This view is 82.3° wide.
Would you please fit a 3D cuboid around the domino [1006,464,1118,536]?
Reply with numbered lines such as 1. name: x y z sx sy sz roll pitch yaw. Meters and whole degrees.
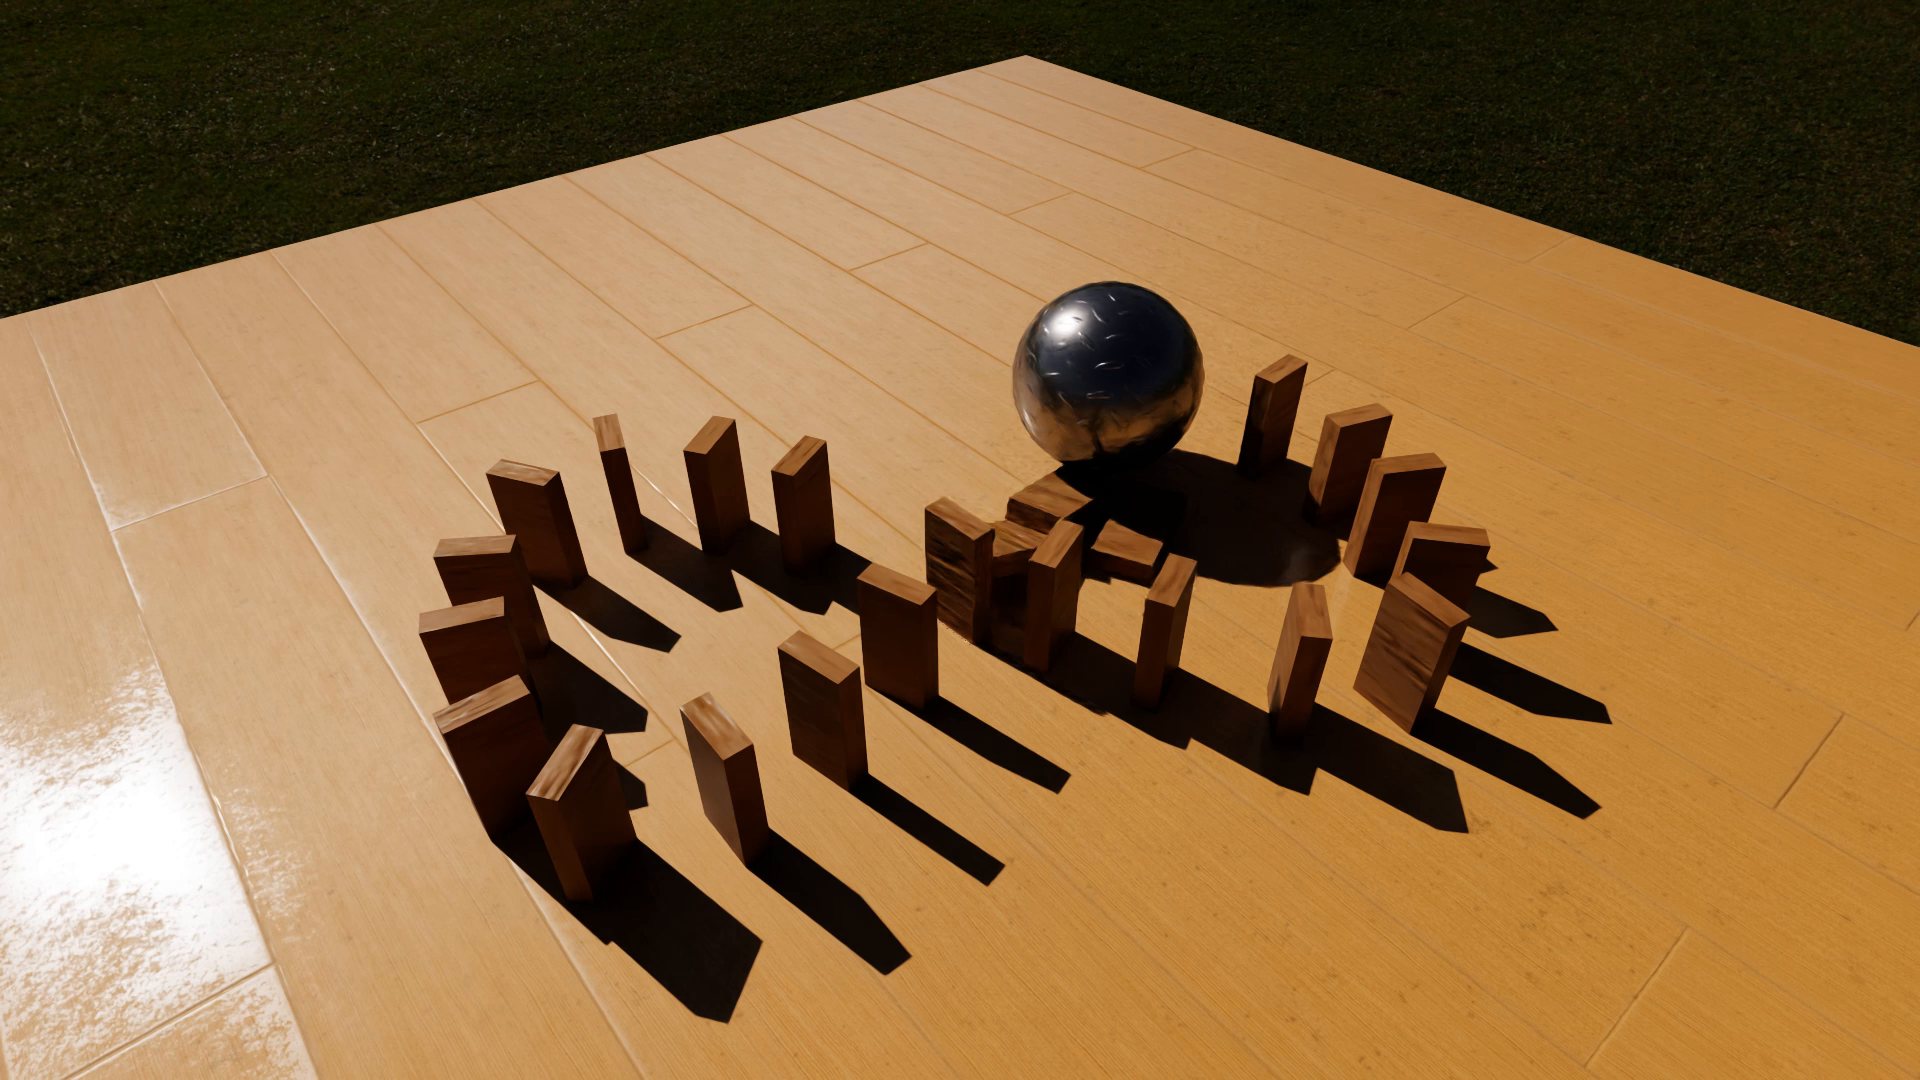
1. domino: 0.043 -0.016 0.454 0.025 0.009 0.050 23 30 25

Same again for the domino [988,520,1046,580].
1. domino: 0.015 0.003 0.425 0.025 0.009 0.050 29 28 37

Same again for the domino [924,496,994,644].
1. domino: 0.000 0.012 0.397 0.010 0.050 0.025 -32 49 -32

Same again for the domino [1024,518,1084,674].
1. domino: 0.033 0.020 0.387 0.009 0.050 0.025 18 43 21

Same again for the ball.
1. ball: 0.062 -0.068 0.462 0.080 0.080 0.080 0 39 0

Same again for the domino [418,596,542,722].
1. domino: -0.156 0.043 0.359 0.025 0.050 0.009 -12 41 -14

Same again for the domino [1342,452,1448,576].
1. domino: 0.166 -0.009 0.423 0.025 0.050 0.009 -7 40 -8

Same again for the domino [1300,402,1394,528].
1. domino: 0.157 -0.030 0.448 0.025 0.050 0.010 -14 41 -17

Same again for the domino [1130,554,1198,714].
1. domino: 0.069 0.032 0.372 0.010 0.050 0.025 17 42 20

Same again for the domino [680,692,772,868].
1. domino: -0.069 0.071 0.325 0.010 0.050 0.025 -27 47 -29

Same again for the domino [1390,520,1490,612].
1. domino: 0.167 0.017 0.391 0.025 0.050 0.010 7 40 8

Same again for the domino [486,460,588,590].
1. domino: -0.160 -0.005 0.418 0.025 0.050 0.009 12 41 14

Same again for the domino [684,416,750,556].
1. domino: -0.096 -0.021 0.437 0.009 0.050 0.025 11 41 13

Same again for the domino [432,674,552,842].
1. domino: -0.137 0.066 0.331 0.025 0.050 0.010 -27 46 -29

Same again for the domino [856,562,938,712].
1. domino: -0.020 0.033 0.371 0.025 0.050 0.009 21 44 24

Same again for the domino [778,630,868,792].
1. domino: -0.043 0.054 0.345 0.025 0.050 0.010 26 46 28

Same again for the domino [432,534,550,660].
1. domino: -0.163 0.021 0.386 0.025 0.050 0.010 -4 39 -4

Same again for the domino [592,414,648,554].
1. domino: -0.135 -0.022 0.438 0.009 0.050 0.025 -14 41 -16

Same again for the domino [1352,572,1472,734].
1. domino: 0.149 0.038 0.365 0.010 0.050 0.025 -21 44 -24

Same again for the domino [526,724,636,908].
1. domino: -0.107 0.079 0.315 0.010 0.050 0.025 9 40 11

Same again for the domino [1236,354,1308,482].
1. domino: 0.135 -0.052 0.475 0.025 0.050 0.009 -31 49 -32

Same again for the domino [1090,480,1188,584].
1. domino: 0.073 -0.004 0.448 0.025 0.010 0.050 16 42 19

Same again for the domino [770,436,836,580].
1. domino: -0.060 -0.012 0.427 0.009 0.050 0.025 16 42 18

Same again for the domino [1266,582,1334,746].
1. domino: 0.111 0.041 0.361 0.009 0.050 0.025 5 40 6
